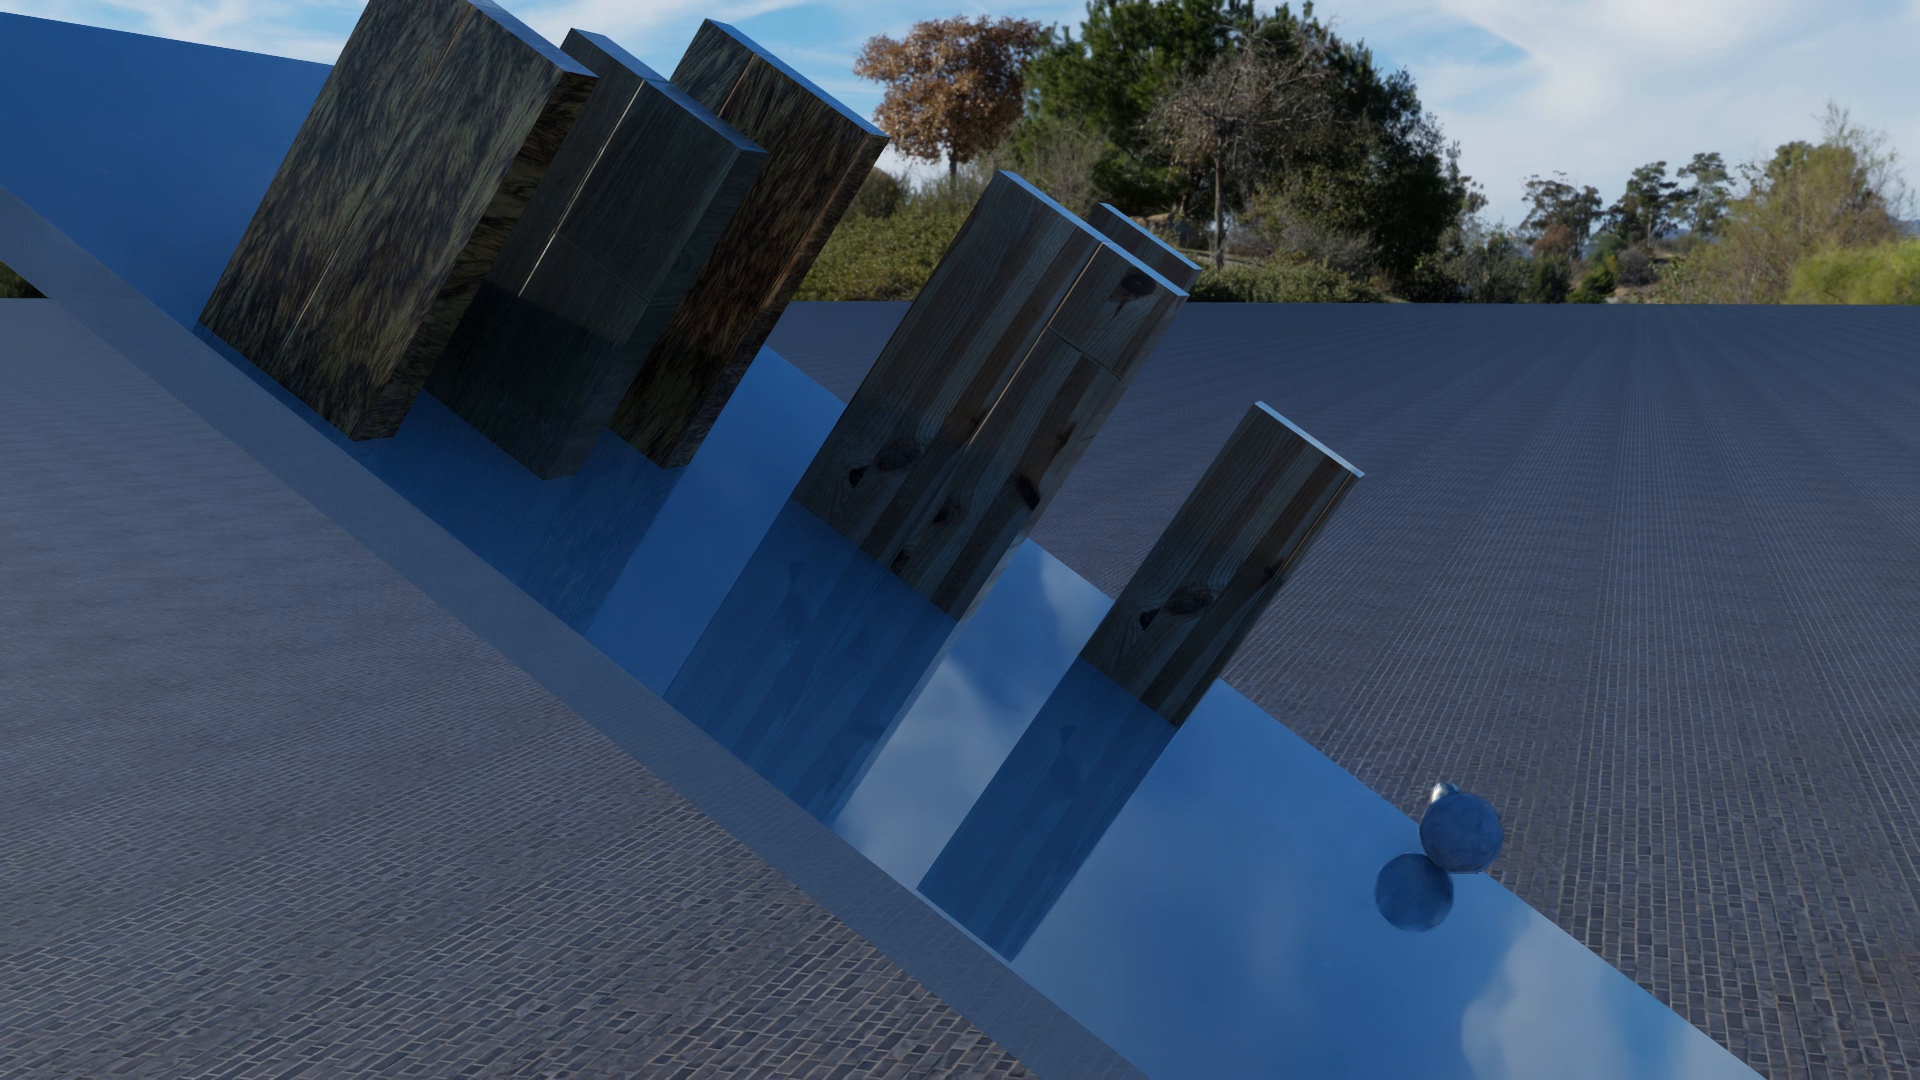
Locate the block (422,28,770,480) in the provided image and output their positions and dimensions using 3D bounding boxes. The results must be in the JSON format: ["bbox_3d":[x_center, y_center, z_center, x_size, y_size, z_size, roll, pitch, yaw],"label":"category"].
[{"bbox_3d":[-0.633,-0.463,3.609,0.351,0.639,0.120,36,15,10],"label":"block"}]

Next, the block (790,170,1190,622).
[{"bbox_3d":[0.050,-0.272,4.206,0.415,0.751,0.112,36,15,10],"label":"block"}]

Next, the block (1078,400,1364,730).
[{"bbox_3d":[0.521,0.052,4.415,0.253,0.626,0.087,36,15,10],"label":"block"}]

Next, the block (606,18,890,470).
[{"bbox_3d":[-0.477,-0.530,3.986,0.369,0.716,0.114,36,15,10],"label":"block"}]

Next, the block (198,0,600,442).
[{"bbox_3d":[-0.846,-0.508,3.295,0.320,0.647,0.111,36,15,10],"label":"block"}]

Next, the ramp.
[{"bbox_3d":[-0.110,0.189,4.091,4.000,0.100,2.000,36,15,10],"label":"ramp"}]

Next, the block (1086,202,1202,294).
[{"bbox_3d":[0.200,-0.335,4.706,0.247,0.751,0.093,36,15,10],"label":"block"}]

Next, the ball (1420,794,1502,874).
[{"bbox_3d":[1.058,0.619,4.649,0.167,0.167,0.167,0,7,0],"label":"ball"}]

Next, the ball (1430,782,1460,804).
[{"bbox_3d":[1.671,0.886,7.574,0.108,0.108,0.108,0,7,0],"label":"ball"}]
